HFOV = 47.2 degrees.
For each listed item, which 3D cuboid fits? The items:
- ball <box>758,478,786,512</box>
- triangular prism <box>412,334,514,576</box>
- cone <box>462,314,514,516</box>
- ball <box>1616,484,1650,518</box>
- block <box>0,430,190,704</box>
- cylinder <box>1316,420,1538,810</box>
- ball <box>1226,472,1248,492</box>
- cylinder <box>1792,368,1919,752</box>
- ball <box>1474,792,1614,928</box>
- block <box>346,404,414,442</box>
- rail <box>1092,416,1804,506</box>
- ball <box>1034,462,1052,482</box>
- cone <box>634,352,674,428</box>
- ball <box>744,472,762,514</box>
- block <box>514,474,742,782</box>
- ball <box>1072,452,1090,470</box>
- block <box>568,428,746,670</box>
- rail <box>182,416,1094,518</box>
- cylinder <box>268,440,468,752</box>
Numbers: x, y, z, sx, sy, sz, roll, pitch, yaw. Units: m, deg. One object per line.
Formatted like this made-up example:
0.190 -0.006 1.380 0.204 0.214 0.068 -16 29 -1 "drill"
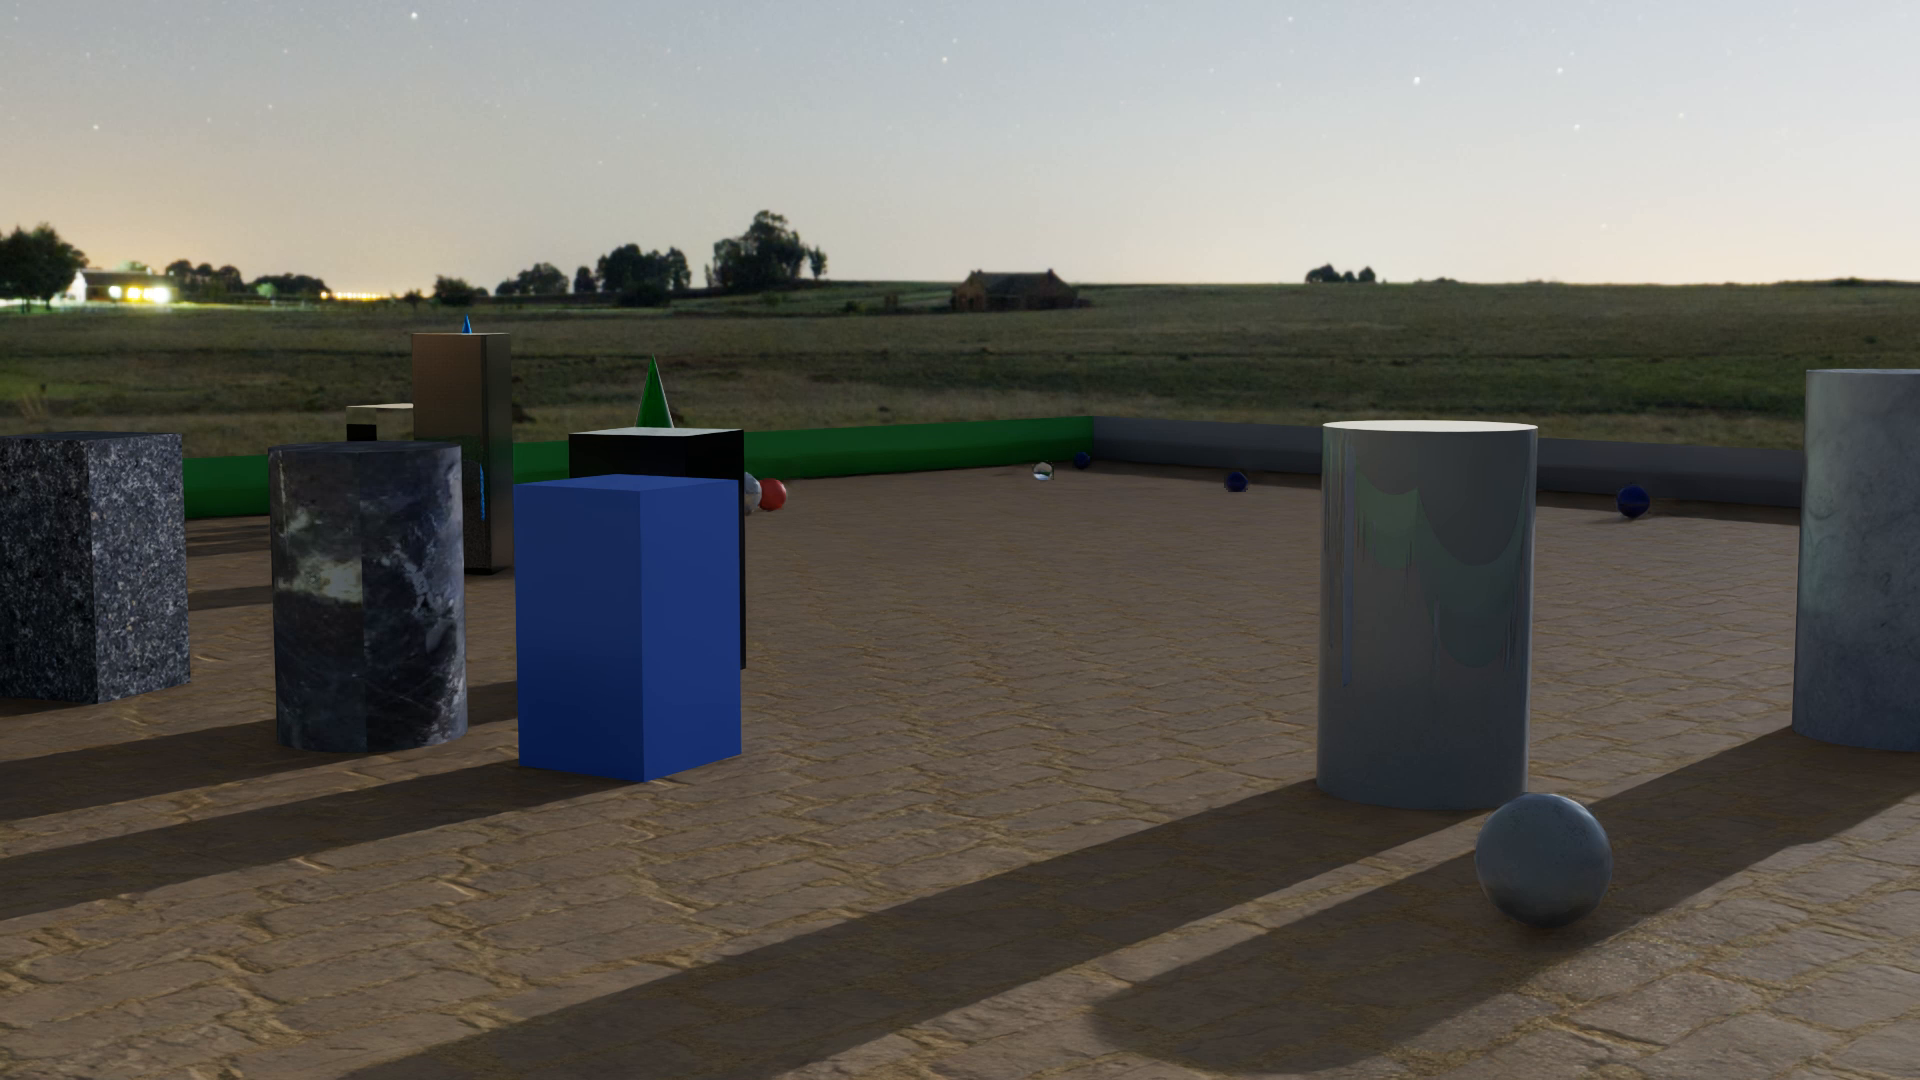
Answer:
-0.420 -0.101 4.865 0.074 0.074 0.074 0 6 0 "ball"
-0.823 -0.152 3.776 0.168 0.403 0.145 4 7 32 "triangular prism"
-1.057 -0.271 4.732 0.194 0.440 0.194 0 6 0 "cone"
1.442 -0.083 4.711 0.070 0.070 0.070 0 6 0 "ball"
-1.021 0.027 2.572 0.155 0.298 0.155 2 6 20 "block"
0.432 0.063 2.040 0.194 0.338 0.194 0 6 0 "cylinder"
0.673 -0.141 5.352 0.052 0.052 0.052 0 6 0 "ball"
0.980 0.015 2.297 0.194 0.380 0.194 0 6 0 "cylinder"
0.421 0.231 1.588 0.097 0.097 0.097 0 6 0 "ball"
-1.112 -0.142 4.401 0.155 0.253 0.155 4 7 30 "block"
1.822 -0.143 5.004 0.045 0.126 4.256 -5 8 -42 "rail"
0.215 -0.177 5.706 0.050 0.050 0.050 0 6 0 "ball"
-0.550 -0.154 3.957 0.194 0.368 0.194 0 6 0 "cone"
-0.477 -0.101 4.761 0.096 0.096 0.096 0 6 0 "ball"
-0.326 0.081 2.167 0.155 0.276 0.155 4 7 30 "block"
0.339 -0.221 6.130 0.049 0.049 0.049 0 6 0 "ball"
-0.366 0.016 2.677 0.155 0.297 0.155 2 6 20 "block"
-1.427 -0.129 4.870 5.006 0.126 0.045 -5 8 -42 "rail"
-0.617 0.054 2.296 0.194 0.303 0.194 0 6 0 "cylinder"
